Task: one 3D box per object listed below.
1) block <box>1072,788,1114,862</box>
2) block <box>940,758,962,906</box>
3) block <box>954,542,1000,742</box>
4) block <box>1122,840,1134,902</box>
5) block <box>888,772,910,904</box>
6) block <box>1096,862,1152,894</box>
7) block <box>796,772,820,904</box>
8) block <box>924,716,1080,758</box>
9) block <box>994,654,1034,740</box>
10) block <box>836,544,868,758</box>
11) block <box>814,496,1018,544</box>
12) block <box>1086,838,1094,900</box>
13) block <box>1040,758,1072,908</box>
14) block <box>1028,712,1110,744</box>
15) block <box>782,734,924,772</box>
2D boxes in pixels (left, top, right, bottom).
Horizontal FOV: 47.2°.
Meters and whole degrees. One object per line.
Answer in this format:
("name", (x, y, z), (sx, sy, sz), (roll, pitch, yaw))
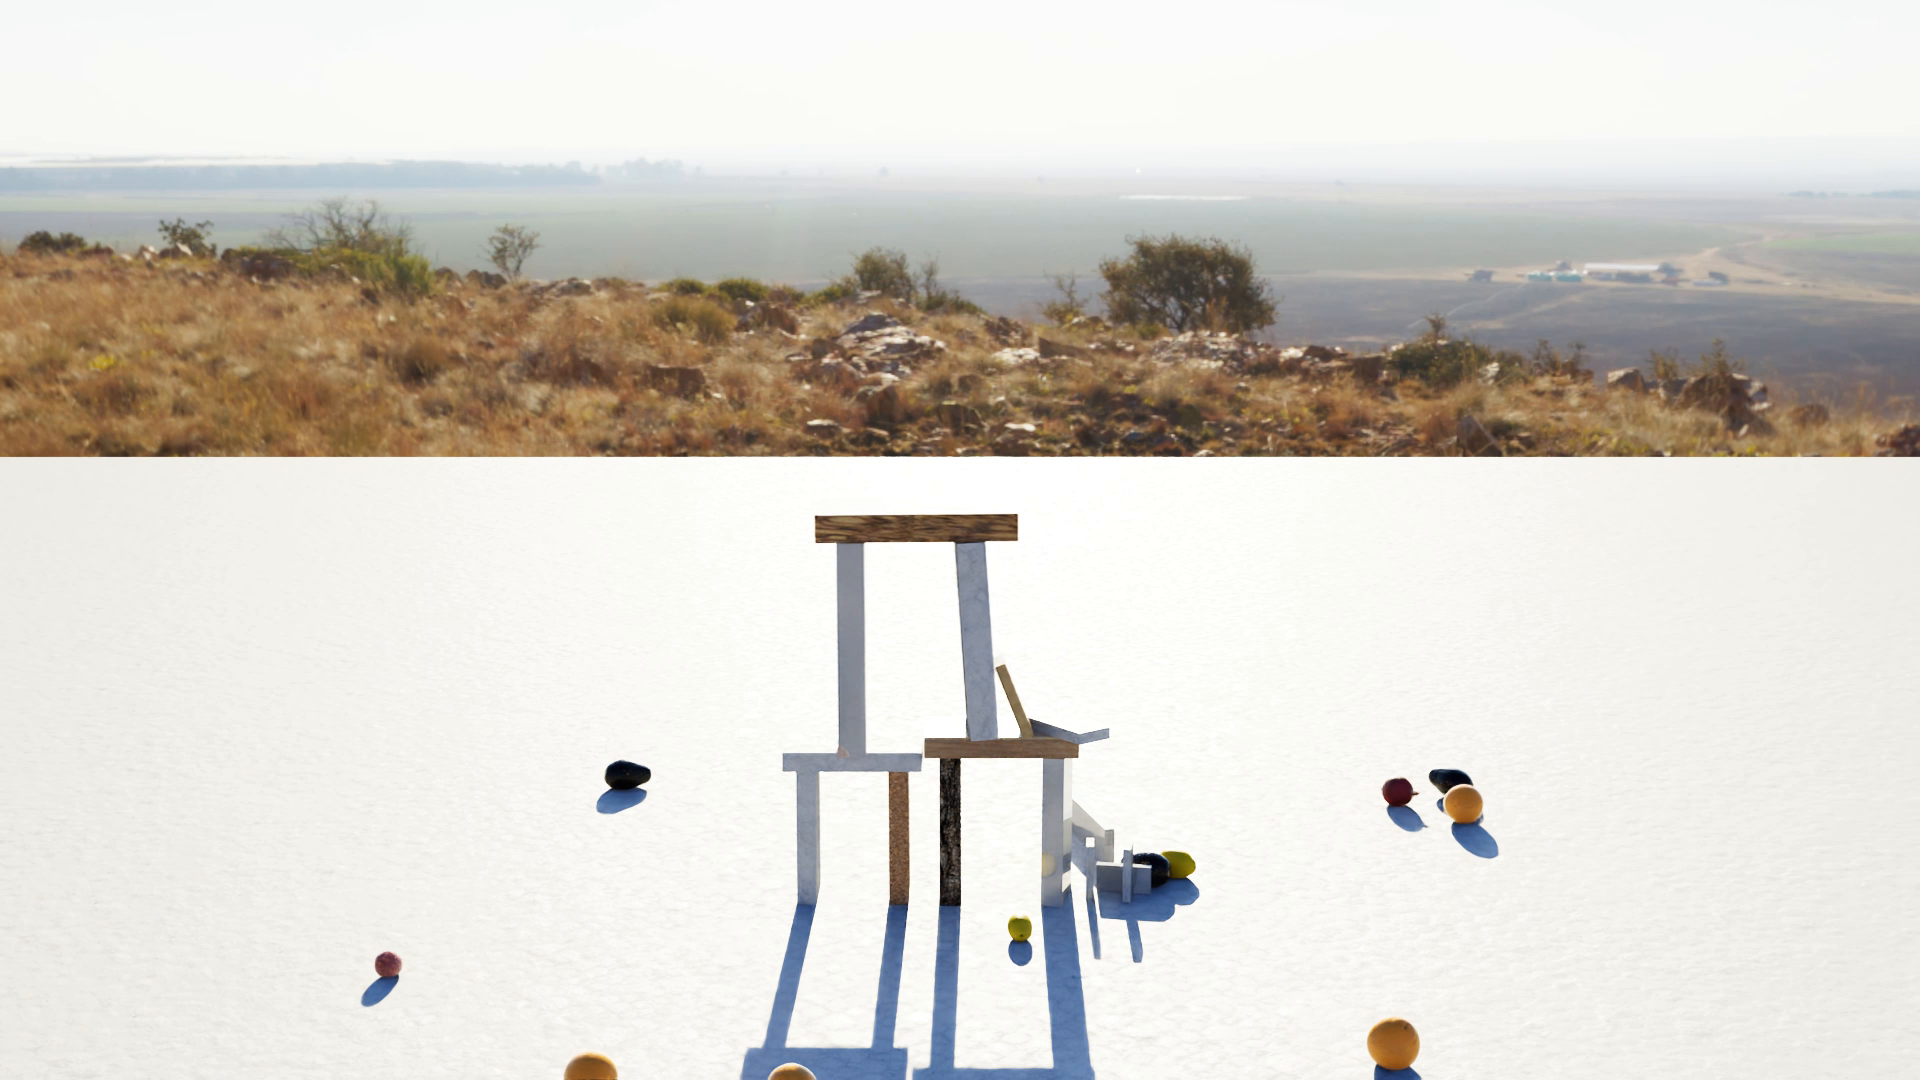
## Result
("block", (0.220, 0.504, 3.955), (0.018, 0.065, 0.312), (-3, 11, -14))
("block", (-0.016, 0.466, 3.649), (0.036, 0.251, 0.126), (0, 11, 0))
("block", (0.025, 0.149, 3.584), (0.046, 0.323, 0.162), (-4, 11, -2))
("block", (0.278, 0.549, 3.641), (0.013, 0.091, 0.045), (2, 11, 10))
("block", (-0.101, 0.478, 3.650), (0.032, 0.227, 0.113), (0, 11, 0))
("block", (0.274, 0.565, 3.678), (0.091, 0.045, 0.013), (2, 13, 10))
("block", (-0.251, 0.478, 3.650), (0.032, 0.227, 0.113), (0, 11, 0))
("block", (0.068, 0.325, 3.622), (0.251, 0.036, 0.126), (0, 11, 0))
("block", (0.086, 0.254, 3.559), (0.018, 0.130, 0.065), (-22, 11, 1))
("block", (-0.175, 0.163, 3.587), (0.046, 0.351, 0.162), (0, 11, -1))
("block", (-0.069, -0.033, 3.552), (0.323, 0.046, 0.162), (-1, 11, 0))
("block", (0.216, 0.546, 3.656), (0.013, 0.091, 0.045), (1, 11, 4))
("block", (0.161, 0.467, 3.645), (0.036, 0.251, 0.126), (2, 11, 9))
("block", (0.177, 0.305, 3.580), (0.065, 0.018, 0.130), (-8, 13, -37))
("block", (-0.175, 0.351, 3.626), (0.227, 0.032, 0.113), (0, 11, 0))
